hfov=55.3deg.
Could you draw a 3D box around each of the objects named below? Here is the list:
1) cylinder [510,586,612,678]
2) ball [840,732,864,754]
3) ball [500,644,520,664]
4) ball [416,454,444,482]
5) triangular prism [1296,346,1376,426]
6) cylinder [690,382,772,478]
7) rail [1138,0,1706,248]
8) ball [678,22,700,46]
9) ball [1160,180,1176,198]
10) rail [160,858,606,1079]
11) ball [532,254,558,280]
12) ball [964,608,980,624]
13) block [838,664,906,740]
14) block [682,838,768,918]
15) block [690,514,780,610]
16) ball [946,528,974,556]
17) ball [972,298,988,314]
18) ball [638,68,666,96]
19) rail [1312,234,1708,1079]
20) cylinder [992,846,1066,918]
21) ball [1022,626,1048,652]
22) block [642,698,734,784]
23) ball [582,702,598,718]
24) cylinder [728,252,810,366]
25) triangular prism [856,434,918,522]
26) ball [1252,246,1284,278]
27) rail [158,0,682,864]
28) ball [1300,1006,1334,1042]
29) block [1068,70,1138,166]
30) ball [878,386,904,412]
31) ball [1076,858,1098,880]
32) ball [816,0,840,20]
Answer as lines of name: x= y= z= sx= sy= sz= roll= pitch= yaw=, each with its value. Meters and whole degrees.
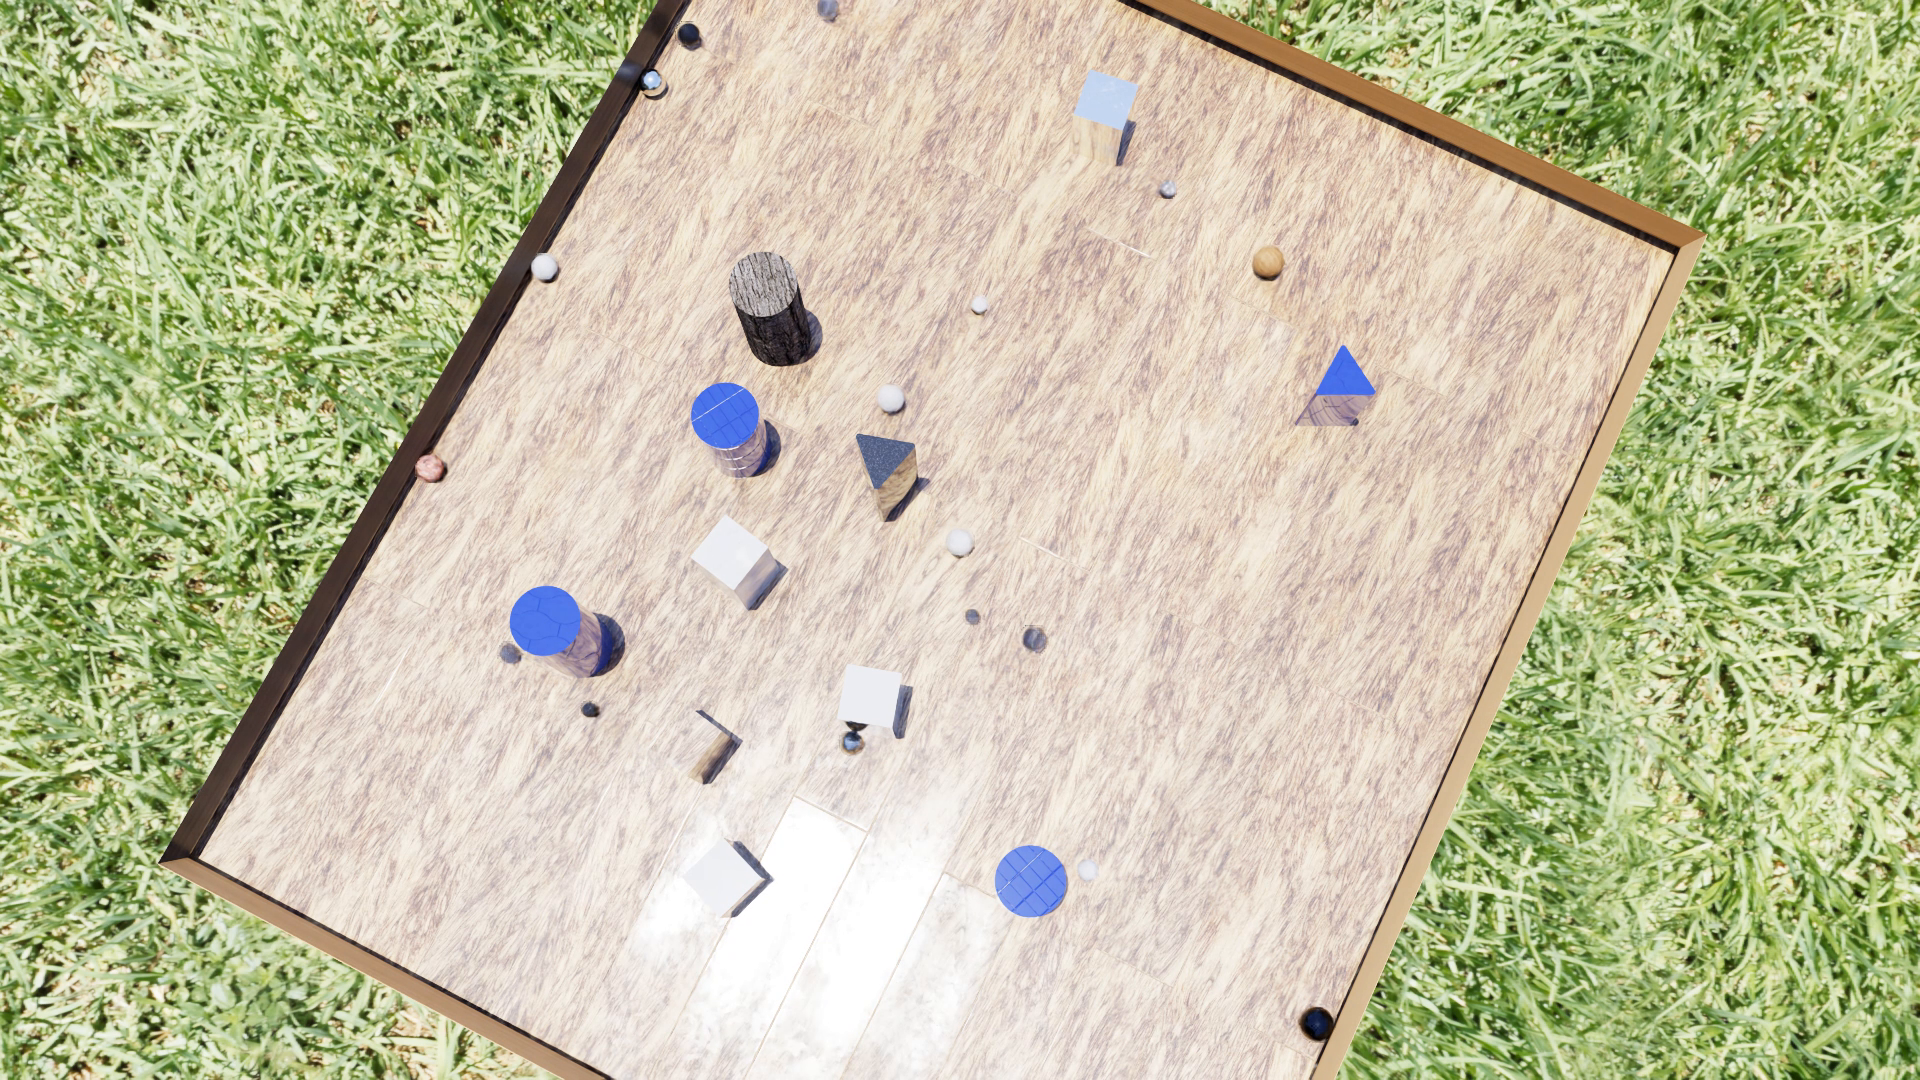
cylinder: x=-1.150 y=0.272 z=5.314 sx=0.198 sy=0.482 sz=0.198 roll=0 pitch=78 yaw=0
ball: x=-0.322 y=0.604 z=5.456 sx=0.069 sy=0.069 sz=0.069 roll=0 pitch=78 yaw=0
ball: x=-1.356 y=0.342 z=5.515 sx=0.060 sy=0.060 sz=0.060 roll=0 pitch=78 yaw=0
ball: x=-1.625 y=-0.222 z=5.620 sx=0.083 sy=0.083 sz=0.083 roll=0 pitch=78 yaw=0
triangular prism: x=1.126 y=-0.465 z=5.535 sx=0.171 sy=0.349 sz=0.148 roll=0 pitch=78 yaw=0
cylinder: x=-0.681 y=-0.324 z=5.494 sx=0.198 sy=0.372 sz=0.198 roll=0 pitch=78 yaw=0
rail: x=0.838 y=-1.634 z=5.888 sx=3.288 sy=0.129 sz=0.045 roll=26 pitch=80 yaw=5
ball: x=-0.875 y=-1.631 z=5.916 sx=0.075 sy=0.075 sz=0.075 roll=0 pitch=78 yaw=0
ball: x=0.661 y=-1.116 z=5.821 sx=0.053 sy=0.053 sz=0.053 roll=0 pitch=78 yaw=0
rail: x=-0.838 y=1.648 z=5.209 sx=3.288 sy=0.129 sz=0.045 roll=26 pitch=80 yaw=5
ball: x=-1.305 y=-0.856 z=5.753 sx=0.080 sy=0.080 sz=0.080 roll=0 pitch=78 yaw=0
ball: x=0.037 y=0.232 z=5.545 sx=0.047 sy=0.047 sz=0.047 roll=0 pitch=78 yaw=0
block: x=-0.257 y=0.475 z=5.353 sx=0.158 sy=0.323 sz=0.158 roll=10 pitch=78 yaw=2
block: x=-0.673 y=0.977 z=5.288 sx=0.158 sy=0.248 sz=0.158 roll=-44 pitch=82 yaw=-8
block: x=-0.660 y=0.071 z=5.420 sx=0.158 sy=0.357 sz=0.158 roll=37 pitch=81 yaw=7
ball: x=-0.002 y=0.007 z=5.572 sx=0.085 sy=0.085 sz=0.085 roll=0 pitch=78 yaw=0
ball: x=0.060 y=-0.735 z=5.743 sx=0.051 sy=0.051 sz=0.051 roll=0 pitch=78 yaw=0
ball: x=-0.987 y=-1.468 z=5.876 sx=0.087 sy=0.087 sz=0.087 roll=0 pitch=78 yaw=0
rail: x=1.449 y=0.716 z=5.402 sx=0.045 sy=0.129 sz=3.795 roll=26 pitch=80 yaw=5
cylinder: x=0.195 y=0.979 z=5.240 sx=0.198 sy=0.341 sz=0.198 roll=0 pitch=78 yaw=0
ball: x=0.224 y=0.299 z=5.515 sx=0.077 sy=0.077 sz=0.077 roll=0 pitch=78 yaw=0
block: x=-0.784 y=0.589 z=5.329 sx=0.158 sy=0.325 sz=0.158 roll=36 pitch=81 yaw=7
ball: x=-1.109 y=0.509 z=5.488 sx=0.046 sy=0.046 sz=0.046 roll=0 pitch=78 yaw=0
cylinder: x=-0.567 y=-0.687 z=5.510 sx=0.198 sy=0.487 sz=0.198 roll=0 pitch=78 yaw=0
triangular prism: x=-0.240 y=-0.210 z=5.436 sx=0.148 sy=0.440 sz=0.171 roll=40 pitch=81 yaw=8
ball: x=0.968 y=-0.871 z=5.746 sx=0.099 sy=0.099 sz=0.099 roll=0 pitch=78 yaw=0
rail: x=-1.449 y=-0.703 z=5.695 sx=0.045 sy=0.129 sz=3.795 roll=26 pitch=80 yaw=5
ball: x=1.027 y=1.393 z=5.278 sx=0.098 sy=0.098 sz=0.098 roll=0 pitch=78 yaw=0
block: x=0.448 y=-1.321 z=5.750 sx=0.158 sy=0.274 sz=0.158 roll=19 pitch=79 yaw=4
ball: x=-0.214 y=-0.436 z=5.664 sx=0.085 sy=0.085 sz=0.085 roll=0 pitch=78 yaw=0
ball: x=0.374 y=0.969 z=5.384 sx=0.063 sy=0.063 sz=0.063 roll=0 pitch=78 yaw=0
ball: x=-0.428 y=-1.724 z=5.935 sx=0.076 sy=0.076 sz=0.076 roll=0 pitch=78 yaw=0
